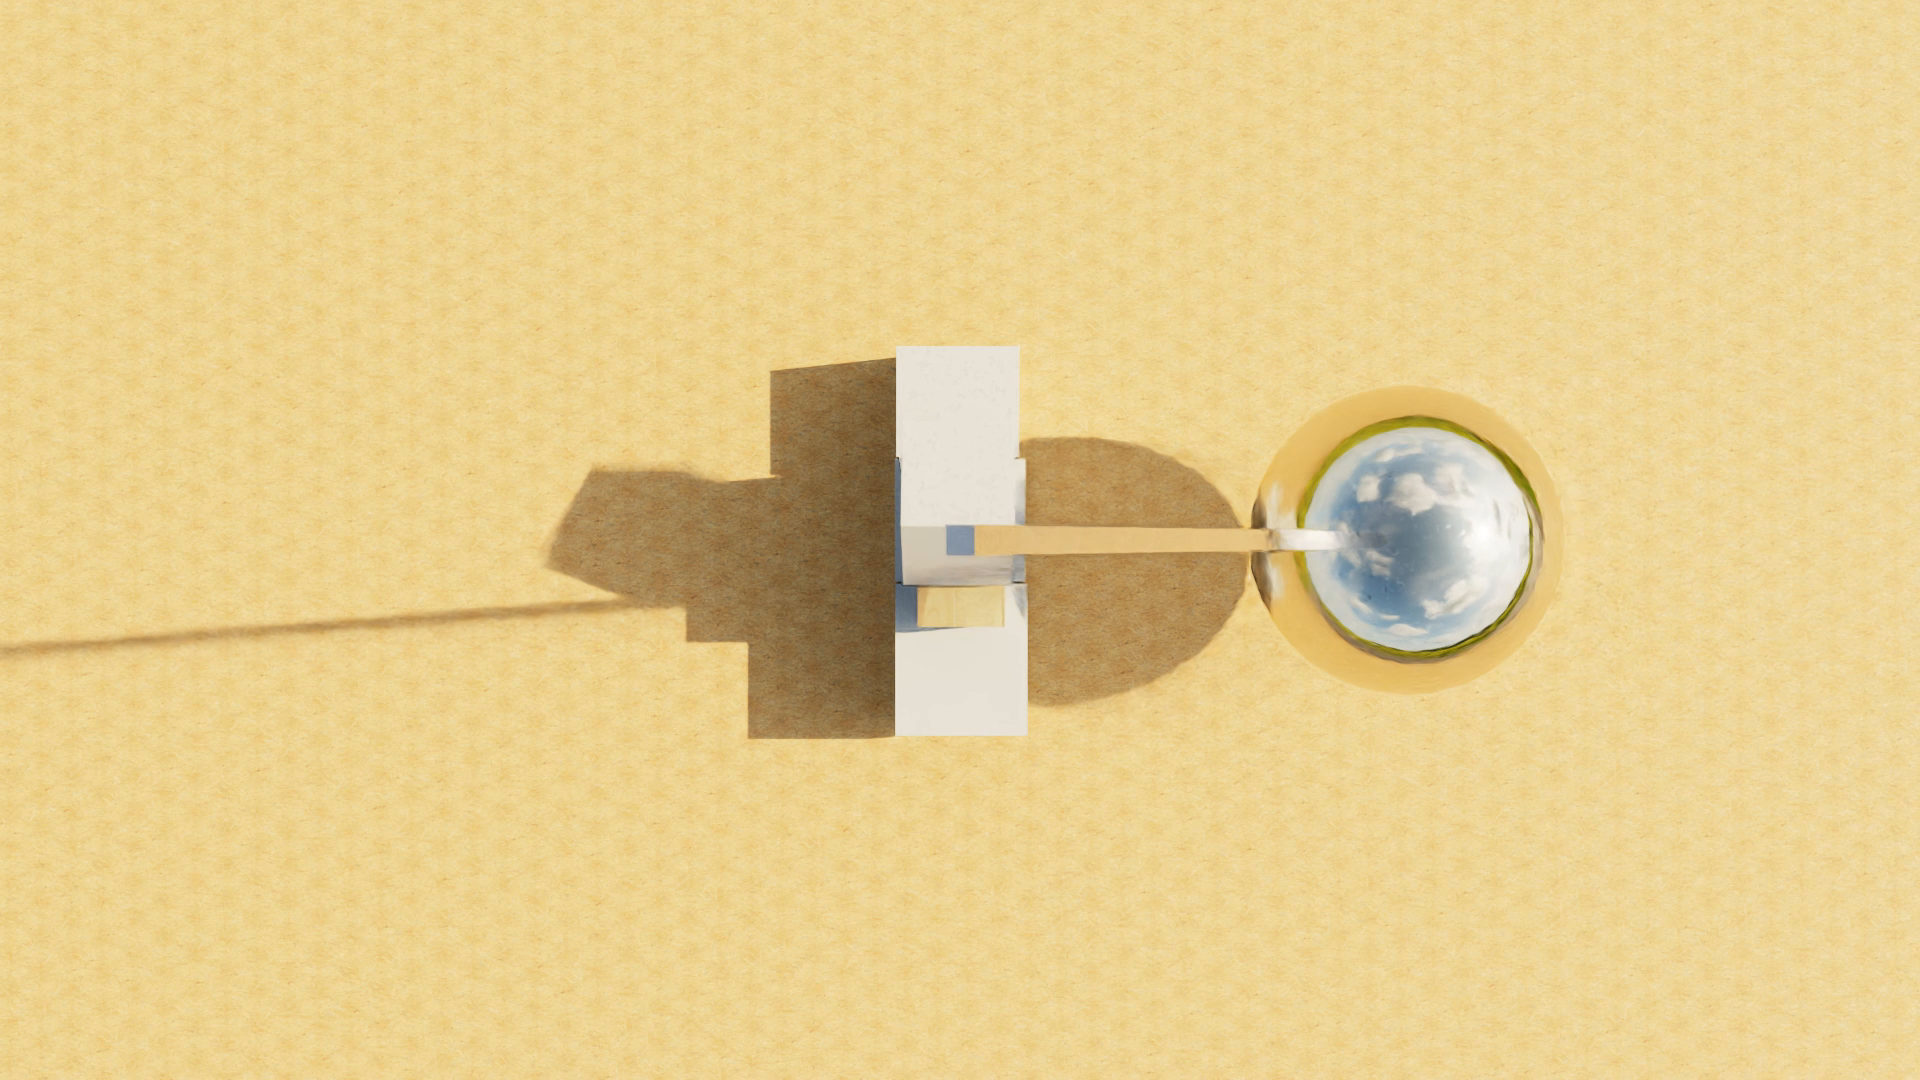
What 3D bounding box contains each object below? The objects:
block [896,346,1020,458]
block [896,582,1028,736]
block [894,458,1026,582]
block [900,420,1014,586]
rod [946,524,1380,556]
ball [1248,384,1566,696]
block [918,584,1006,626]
[{"bbox_3d":[-0.012,-0.773,12.639,0.687,0.723,0.619,0,90,0],"label":"block"},{"bbox_3d":[0.008,0.662,12.578,0.731,0.843,0.841,0,90,0],"label":"block"},{"bbox_3d":[0.001,-0.111,12.658,0.733,0.685,0.685,0,90,0],"label":"block"},{"bbox_3d":[-0.013,-0.185,11.384,0.564,0.674,0.605,0,63,0],"label":"block"},{"bbox_3d":[0.994,0.000,8.210,0.080,5.200,0.080,0,90,22],"label":"rod"},{"bbox_3d":[2.295,0.000,11.352,1.600,1.600,1.600,0,90,0],"label":"ball"},{"bbox_3d":[0.008,0.249,11.922,0.465,0.469,0.424,0,90,0],"label":"block"}]
